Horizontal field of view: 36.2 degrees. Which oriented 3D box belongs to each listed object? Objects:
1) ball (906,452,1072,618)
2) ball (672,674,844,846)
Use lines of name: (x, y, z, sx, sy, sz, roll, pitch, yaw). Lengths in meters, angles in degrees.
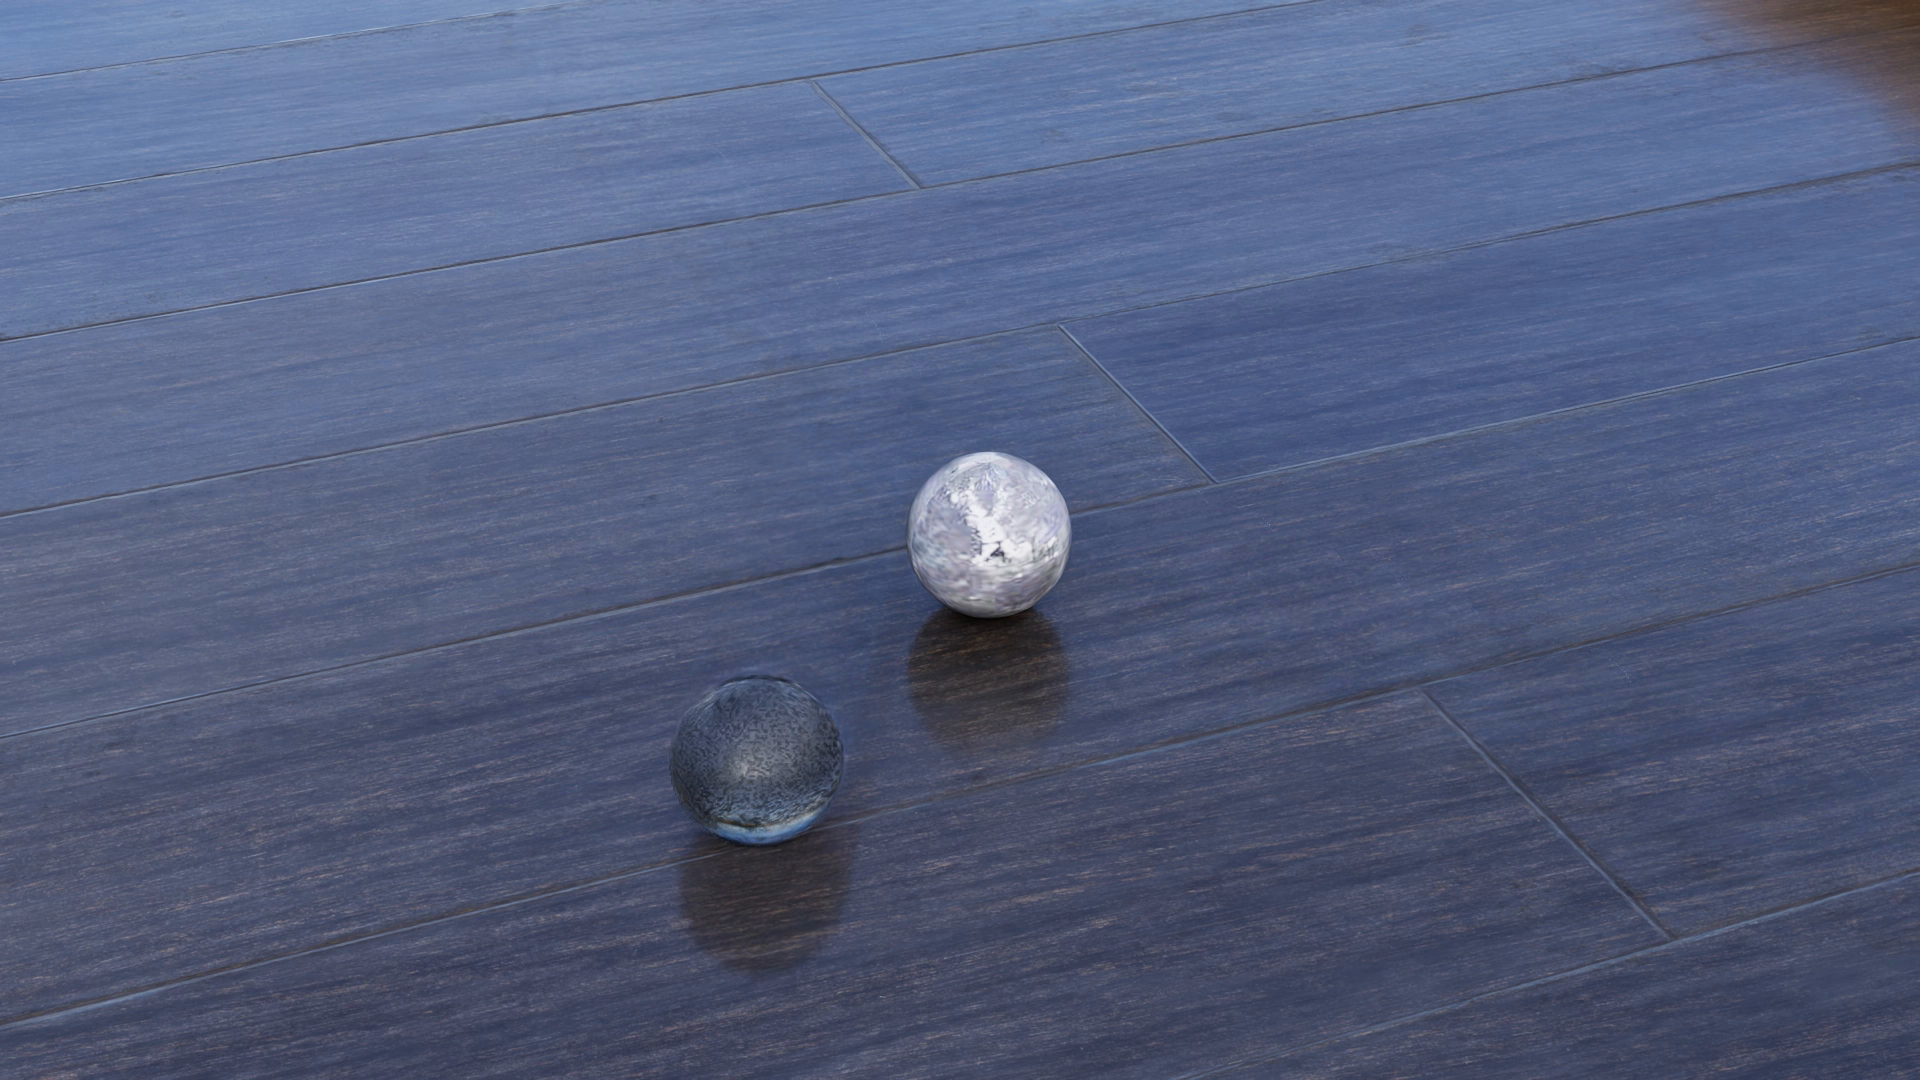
ball: (0.017, -0.003, 1.702, 0.097, 0.097, 0.097, 0, 30, 0)
ball: (-0.104, 0.113, 1.512, 0.088, 0.088, 0.088, 0, 30, 0)
